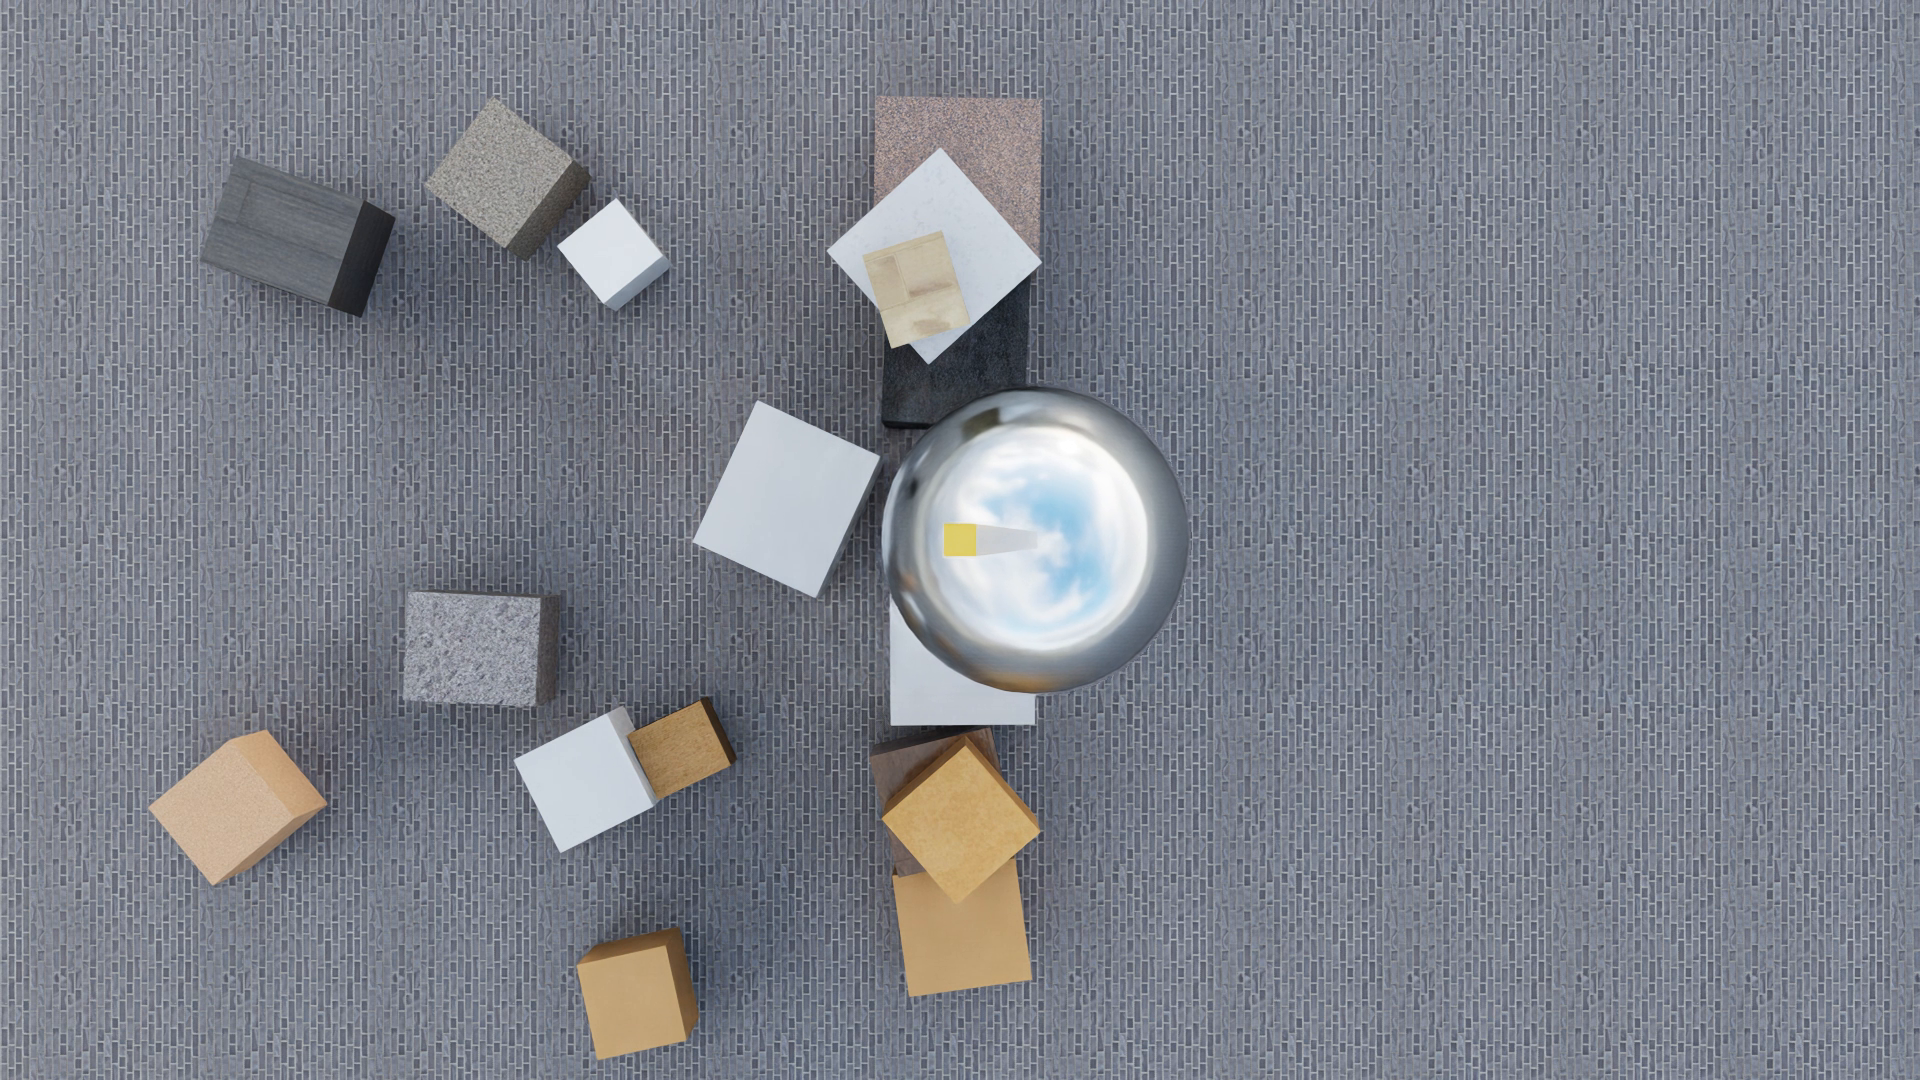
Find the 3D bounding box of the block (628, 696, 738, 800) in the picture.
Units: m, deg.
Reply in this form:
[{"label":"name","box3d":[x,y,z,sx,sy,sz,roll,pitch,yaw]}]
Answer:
[{"label":"block","box3d":[-1.612,1.206,12.809,0.463,0.382,0.413,-25,90,0]}]

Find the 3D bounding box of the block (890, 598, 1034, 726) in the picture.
[{"label":"block","box3d":[0.013,0.648,12.629,0.804,0.742,0.766,0,90,0]}]

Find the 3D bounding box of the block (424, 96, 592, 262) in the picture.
[{"label":"block","box3d":[-2.595,-2.068,12.687,0.577,0.626,0.636,38,90,0]}]

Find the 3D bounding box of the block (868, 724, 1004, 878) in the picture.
[{"label":"block","box3d":[-0.086,1.464,12.630,0.697,0.741,0.695,-14,90,0]}]

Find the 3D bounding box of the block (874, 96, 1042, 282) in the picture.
[{"label":"block","box3d":[-0.014,-1.986,12.562,0.918,0.876,0.906,1,90,0]}]

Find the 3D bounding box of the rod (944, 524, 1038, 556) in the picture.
[{"label":"rod","box3d":[0.167,0.000,8.012,0.080,5.200,0.080,0,90,4]}]

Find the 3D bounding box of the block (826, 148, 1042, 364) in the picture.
[{"label":"block","box3d":[-0.131,-1.509,11.714,0.786,0.820,0.784,-42,95,5]}]

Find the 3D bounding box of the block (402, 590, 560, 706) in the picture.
[{"label":"block","box3d":[-2.751,0.614,12.694,0.747,0.612,0.612,3,90,0]}]

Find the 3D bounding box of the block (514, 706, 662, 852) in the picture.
[{"label":"block","box3d":[-2.121,1.370,12.692,0.585,0.617,0.586,-27,90,0]}]

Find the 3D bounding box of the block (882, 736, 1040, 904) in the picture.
[{"label":"block","box3d":[0.005,1.507,11.936,0.588,0.647,0.604,-41,90,0]}]

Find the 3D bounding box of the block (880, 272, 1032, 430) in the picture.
[{"label":"block","box3d":[-0.022,-1.082,12.596,0.792,0.809,0.878,3,90,0]}]

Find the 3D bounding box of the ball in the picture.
[{"label":"ball","box3d":[0.386,0.000,11.405,1.600,1.600,1.600,0,90,0]}]

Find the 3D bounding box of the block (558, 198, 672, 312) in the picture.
[{"label":"block","box3d":[-1.998,-1.650,12.773,0.435,0.454,0.420,-39,90,0]}]

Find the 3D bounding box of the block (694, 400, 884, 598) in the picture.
[{"label":"block","box3d":[-0.964,-0.227,12.607,0.750,0.786,0.865,25,90,0]}]

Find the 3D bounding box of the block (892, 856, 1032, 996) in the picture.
[{"label":"block","box3d":[0.012,2.182,12.689,0.699,0.622,0.689,-8,90,0]}]

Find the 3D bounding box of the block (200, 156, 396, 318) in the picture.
[{"label":"block","box3d":[-3.793,-1.732,12.648,0.756,0.703,0.626,19,90,0]}]

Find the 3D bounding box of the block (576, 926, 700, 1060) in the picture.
[{"label":"block","box3d":[-1.849,2.606,12.691,0.514,0.619,0.548,-12,90,0]}]

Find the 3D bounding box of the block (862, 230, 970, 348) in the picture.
[{"label":"block","box3d":[-0.216,-1.270,11.121,0.414,0.418,0.483,-17,97,2]}]

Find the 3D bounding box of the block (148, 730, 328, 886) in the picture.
[{"label":"block","box3d":[-4.149,1.531,12.674,0.598,0.651,0.571,-40,90,0]}]
